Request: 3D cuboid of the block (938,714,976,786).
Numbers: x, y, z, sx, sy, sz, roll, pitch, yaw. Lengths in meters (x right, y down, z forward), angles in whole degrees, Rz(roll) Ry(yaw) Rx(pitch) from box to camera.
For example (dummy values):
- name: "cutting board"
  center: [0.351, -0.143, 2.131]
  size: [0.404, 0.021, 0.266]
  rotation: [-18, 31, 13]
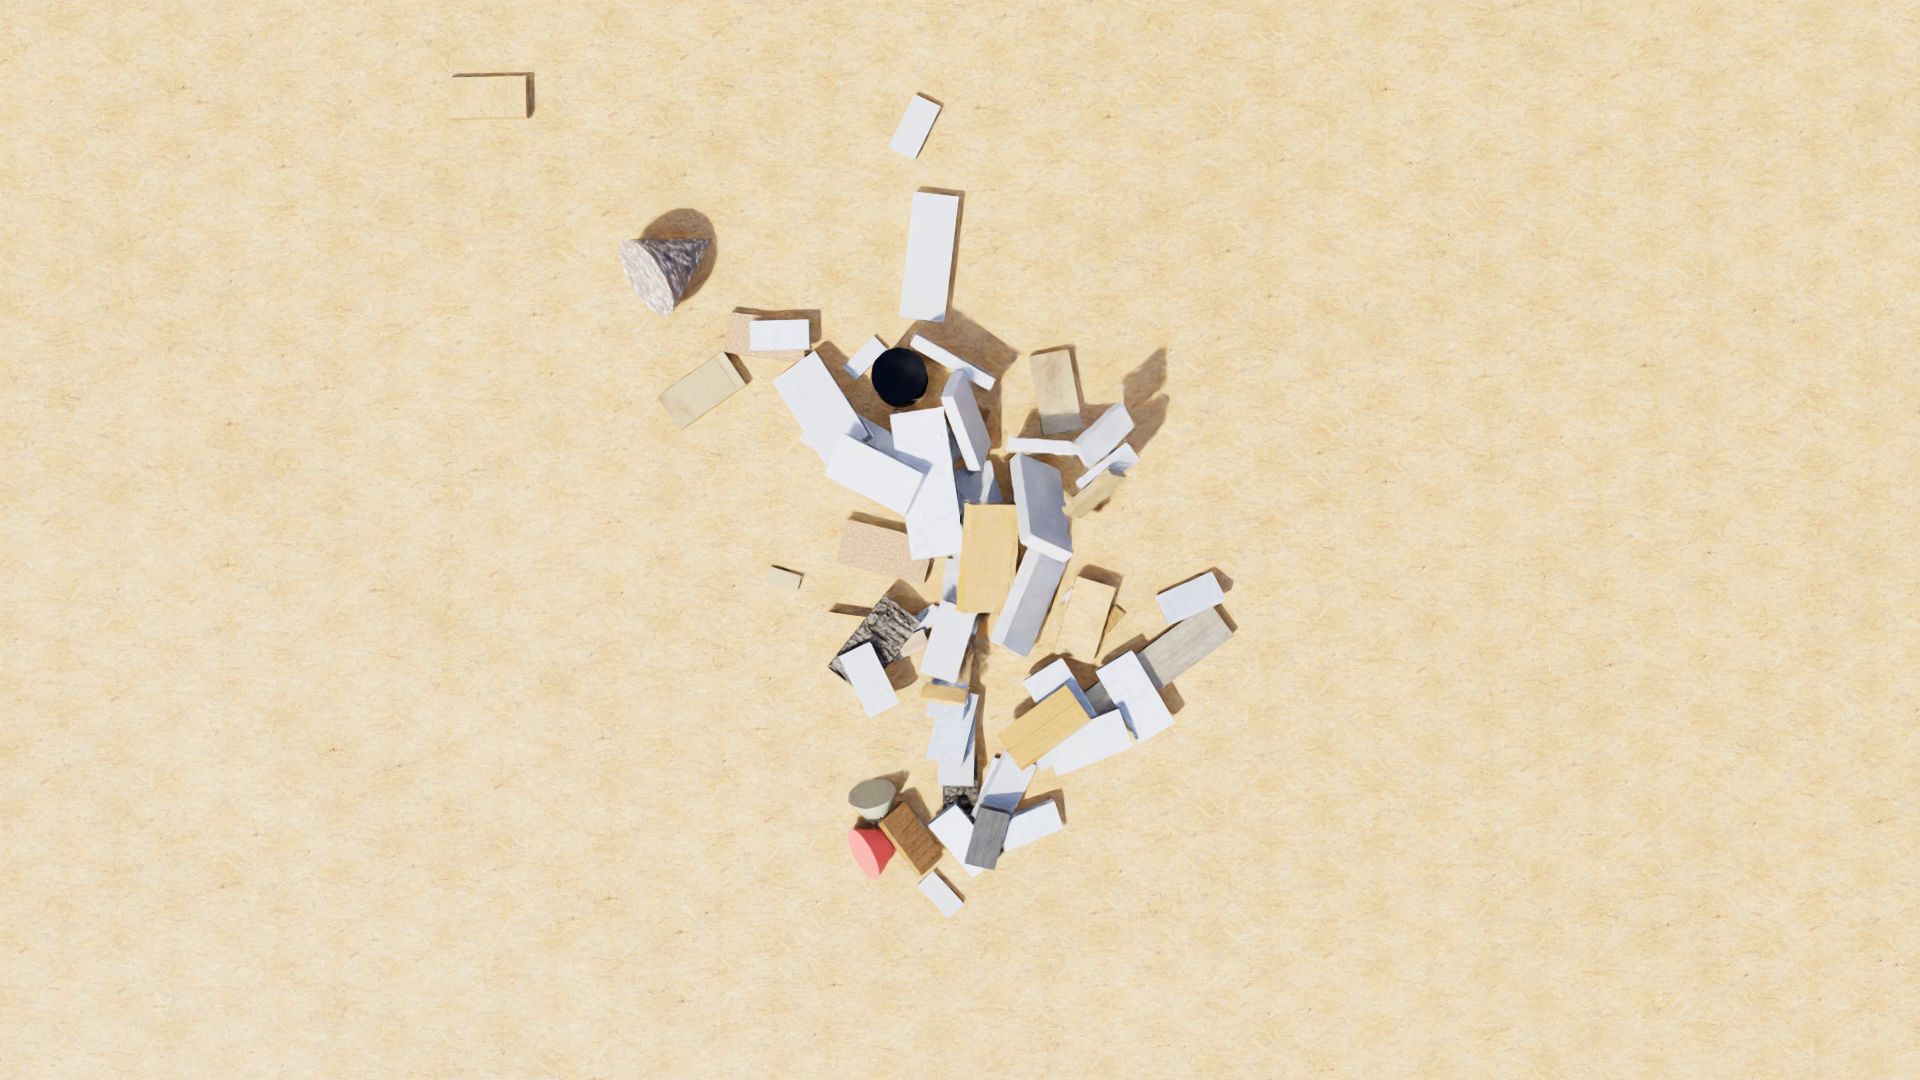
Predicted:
- name: "block"
  center: [-0.011, 0.694, 5.456]
  size: [0.117, 0.033, 0.234]
  rotation: [2, 76, 0]

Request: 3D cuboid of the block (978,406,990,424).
- name: "block"
  center: [0.032, -0.424, 5.491]
  size: [0.125, 0.018, 0.063]
  rotation: [23, 90, 0]

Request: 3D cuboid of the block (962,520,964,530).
- name: "block"
  center: [-0.006, -0.045, 5.460]
  size: [0.087, 0.025, 0.175]
  rotation: [-9, 73, -3]

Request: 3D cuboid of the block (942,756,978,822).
- name: "block"
  center: [0.000, 0.837, 5.483]
  size: [0.117, 0.033, 0.234]
  rotation: [-1, 90, 0]

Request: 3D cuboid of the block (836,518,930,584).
- name: "block"
  center: [-0.248, 0.039, 5.479]
  size: [0.300, 0.042, 0.150]
  rotation: [14, 90, 0]

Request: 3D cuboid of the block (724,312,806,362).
- name: "block"
  center: [-0.642, -0.672, 5.481]
  size: [0.266, 0.038, 0.133]
  rotation: [8, 90, 0]

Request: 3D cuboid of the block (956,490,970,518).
- name: "block"
  center: [-0.110, -0.160, 5.410]
  size: [0.284, 0.040, 0.142]
  rotation: [43, 95, 12]

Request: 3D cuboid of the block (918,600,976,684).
- name: "block"
  center: [-0.039, 0.332, 5.371]
  size: [0.123, 0.035, 0.246]
  rotation: [17, 80, 1]

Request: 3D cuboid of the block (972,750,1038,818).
- name: "block"
  center: [0.146, 0.828, 5.459]
  size: [0.121, 0.034, 0.241]
  rotation: [28, 89, -23]

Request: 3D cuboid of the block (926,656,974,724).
- name: "block"
  center: [-0.033, 0.474, 5.446]
  size: [0.121, 0.034, 0.241]
  rotation: [10, 72, 1]

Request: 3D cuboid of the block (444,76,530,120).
- name: "block"
  center: [-1.571, -1.467, 5.481]
  size: [0.266, 0.038, 0.133]
  rotation: [-1, 90, 0]

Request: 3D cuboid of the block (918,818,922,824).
- name: "block"
  center: [-0.170, 0.963, 5.460]
  size: [0.108, 0.015, 0.054]
  rotation: [-20, 83, -36]

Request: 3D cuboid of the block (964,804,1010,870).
- name: "block"
  center: [0.089, 0.976, 5.416]
  size: [0.104, 0.029, 0.207]
  rotation: [14, 105, -3]

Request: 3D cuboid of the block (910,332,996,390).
- name: "block"
  center: [-0.024, -0.586, 5.411]
  size: [0.296, 0.148, 0.042]
  rotation: [29, 98, -5]

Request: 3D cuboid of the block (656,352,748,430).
- name: "block"
  center: [-0.857, -0.495, 5.481]
  size: [0.266, 0.038, 0.133]
  rotation: [-35, 90, 0]

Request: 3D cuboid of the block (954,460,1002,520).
- name: "block"
  center: [0.072, -0.108, 5.440]
  size: [0.142, 0.040, 0.284]
  rotation: [-16, 73, 0]

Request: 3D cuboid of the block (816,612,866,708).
- name: "block"
  center: [-0.383, 0.399, 5.479]
  size: [0.152, 0.043, 0.303]
  rotation: [8, 90, 0]

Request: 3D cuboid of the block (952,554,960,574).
- name: "block"
  center: [0.022, 0.057, 5.456]
  size: [0.087, 0.025, 0.175]
  rotation: [-11, 72, -6]

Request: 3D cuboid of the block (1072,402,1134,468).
- name: "block"
  center: [0.455, -0.332, 5.215]
  size: [0.206, 0.029, 0.103]
  rotation: [-43, 128, -15]

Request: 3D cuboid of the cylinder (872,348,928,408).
- name: "cylinder"
  center: [-0.197, -0.531, 5.410]
  size: [0.180, 0.180, 0.180]
  rotation: [0, 90, 0]

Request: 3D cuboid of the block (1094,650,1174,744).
- name: "block"
  center: [0.577, 0.517, 5.441]
  size: [0.139, 0.039, 0.278]
  rotation: [-31, 90, 0]

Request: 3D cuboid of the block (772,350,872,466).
- name: "block"
  center: [-0.452, -0.429, 5.422]
  size: [0.174, 0.049, 0.348]
  rotation: [-35, 76, 6]

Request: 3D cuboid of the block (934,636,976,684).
- name: "block"
  center: [-0.014, 0.342, 5.436]
  size: [0.123, 0.035, 0.246]
  rotation: [7, 71, 0]

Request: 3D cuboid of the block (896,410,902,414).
- name: "block"
  center: [-0.162, -0.373, 5.440]
  size: [0.018, 0.063, 0.125]
  rotation: [-44, 58, 12]

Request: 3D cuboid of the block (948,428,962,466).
- name: "block"
  center: [-0.106, -0.245, 5.457]
  size: [0.142, 0.040, 0.284]
  rotation: [33, 93, 13]

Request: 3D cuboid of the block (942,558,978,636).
- name: "block"
  center: [0.002, 0.188, 5.447]
  size: [0.123, 0.035, 0.246]
  rotation: [5, 73, -1]

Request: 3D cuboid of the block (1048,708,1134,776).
- name: "block"
  center: [0.417, 0.662, 5.399]
  size: [0.266, 0.038, 0.133]
  rotation: [-21, 90, 0]

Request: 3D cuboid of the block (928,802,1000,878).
- name: "block"
  center: [0.014, 0.991, 5.458]
  size: [0.117, 0.033, 0.234]
  rotation: [-38, 99, 7]

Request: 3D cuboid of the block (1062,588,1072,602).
- name: "block"
  center: [0.390, 0.174, 5.493]
  size: [0.093, 0.013, 0.046]
  rotation: [-44, 90, 0]

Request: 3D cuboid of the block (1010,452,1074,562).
- name: "block"
  center: [0.261, -0.109, 5.326]
  size: [0.179, 0.357, 0.051]
  rotation: [24, 132, -31]

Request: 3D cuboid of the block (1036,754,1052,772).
- name: "block"
  center: [0.308, 0.701, 5.490]
  size: [0.142, 0.020, 0.071]
  rotation: [-37, 90, 0]

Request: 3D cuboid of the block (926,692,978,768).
- name: "block"
  center: [-0.025, 0.615, 5.437]
  size: [0.121, 0.034, 0.241]
  rotation: [13, 72, 4]

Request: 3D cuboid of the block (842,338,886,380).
- name: "block"
  center: [-0.316, -0.605, 5.491]
  size: [0.146, 0.018, 0.063]
  rotation: [-44, 90, 0]
